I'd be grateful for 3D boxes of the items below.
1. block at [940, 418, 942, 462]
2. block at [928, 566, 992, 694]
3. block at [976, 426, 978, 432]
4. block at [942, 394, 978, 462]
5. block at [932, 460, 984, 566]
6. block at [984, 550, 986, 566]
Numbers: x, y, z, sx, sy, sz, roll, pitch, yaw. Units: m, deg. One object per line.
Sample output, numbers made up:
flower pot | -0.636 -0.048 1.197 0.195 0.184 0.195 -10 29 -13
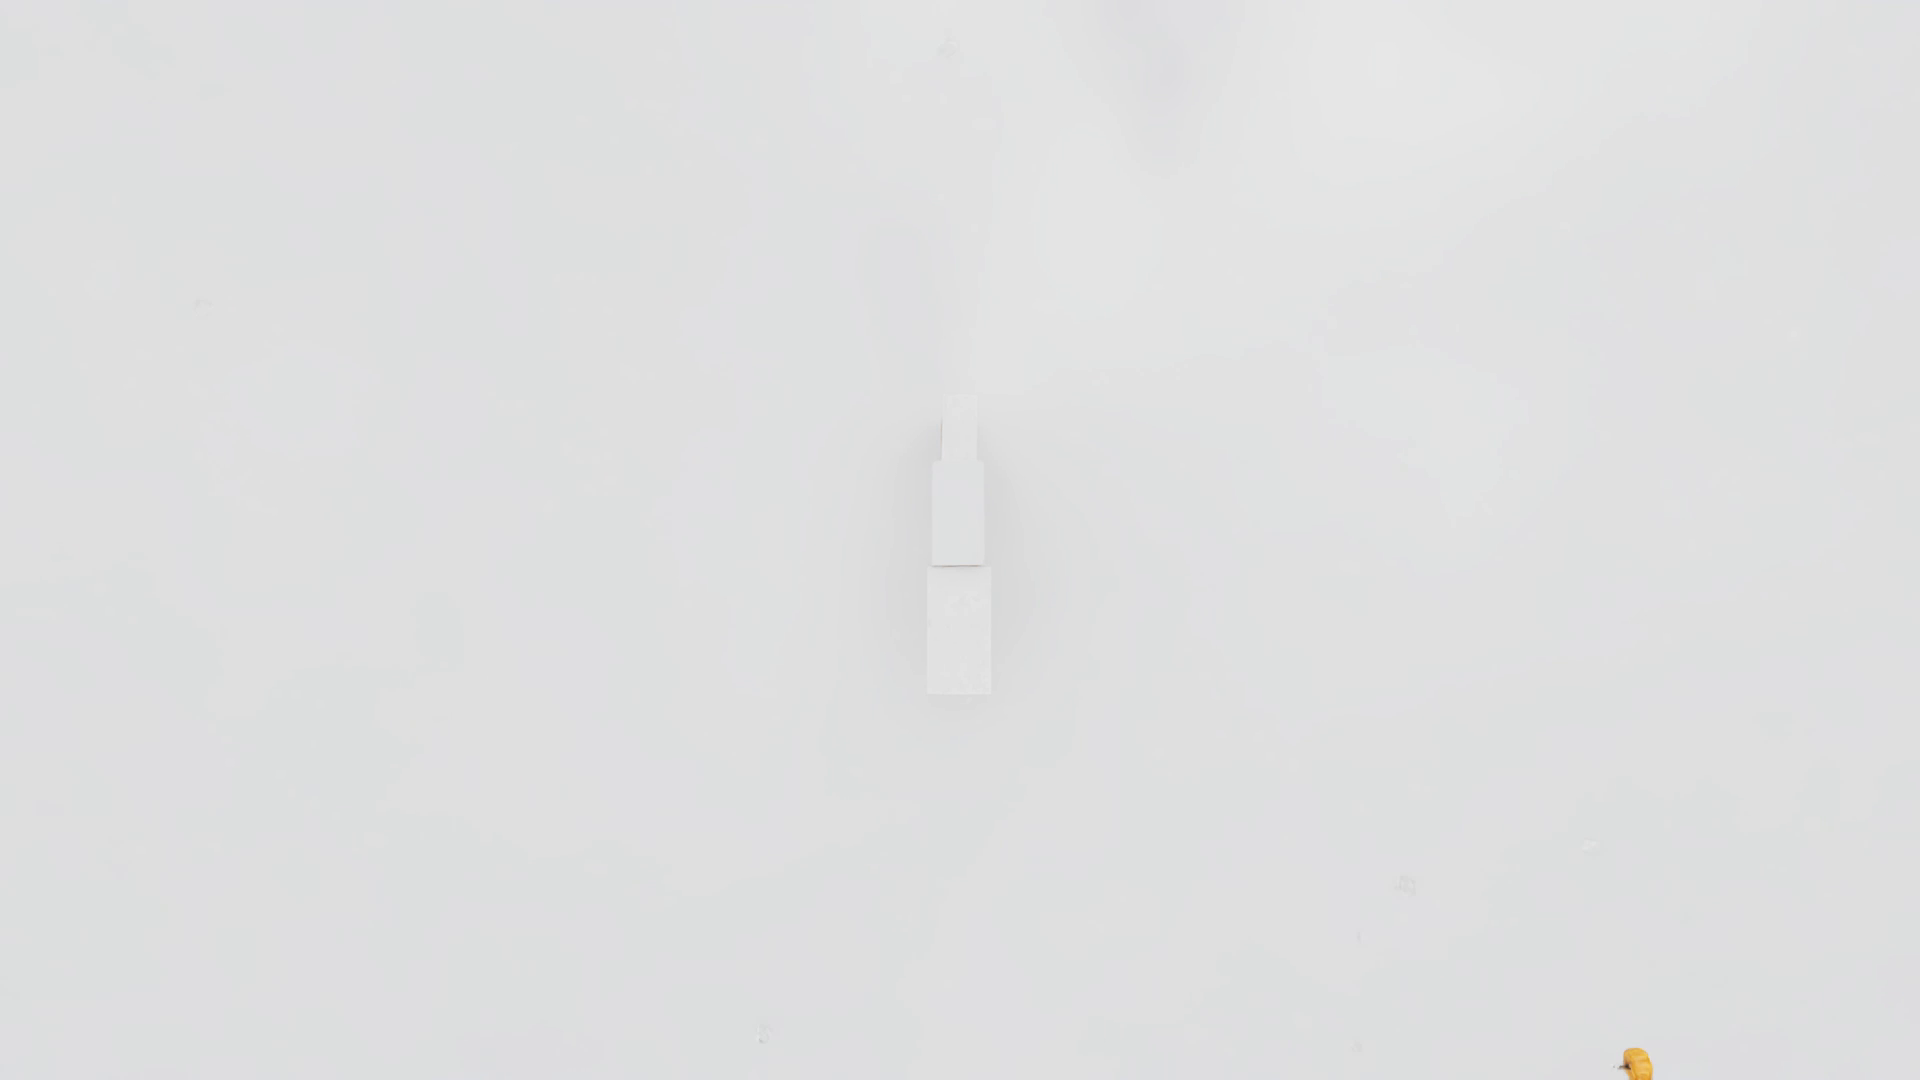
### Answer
block | -0.004 -0.263 5.092 0.111 0.031 0.221 0 90 0
block | -0.002 0.249 4.568 0.177 0.050 0.354 0 90 0
block | -0.003 -0.339 5.219 0.111 0.221 0.031 1 90 0
block | -0.002 -0.325 4.857 0.103 0.029 0.205 1 90 0
block | -0.005 -0.073 4.524 0.143 0.040 0.285 0 90 0
block | -0.001 0.199 5.141 0.168 0.048 0.336 0 90 0
